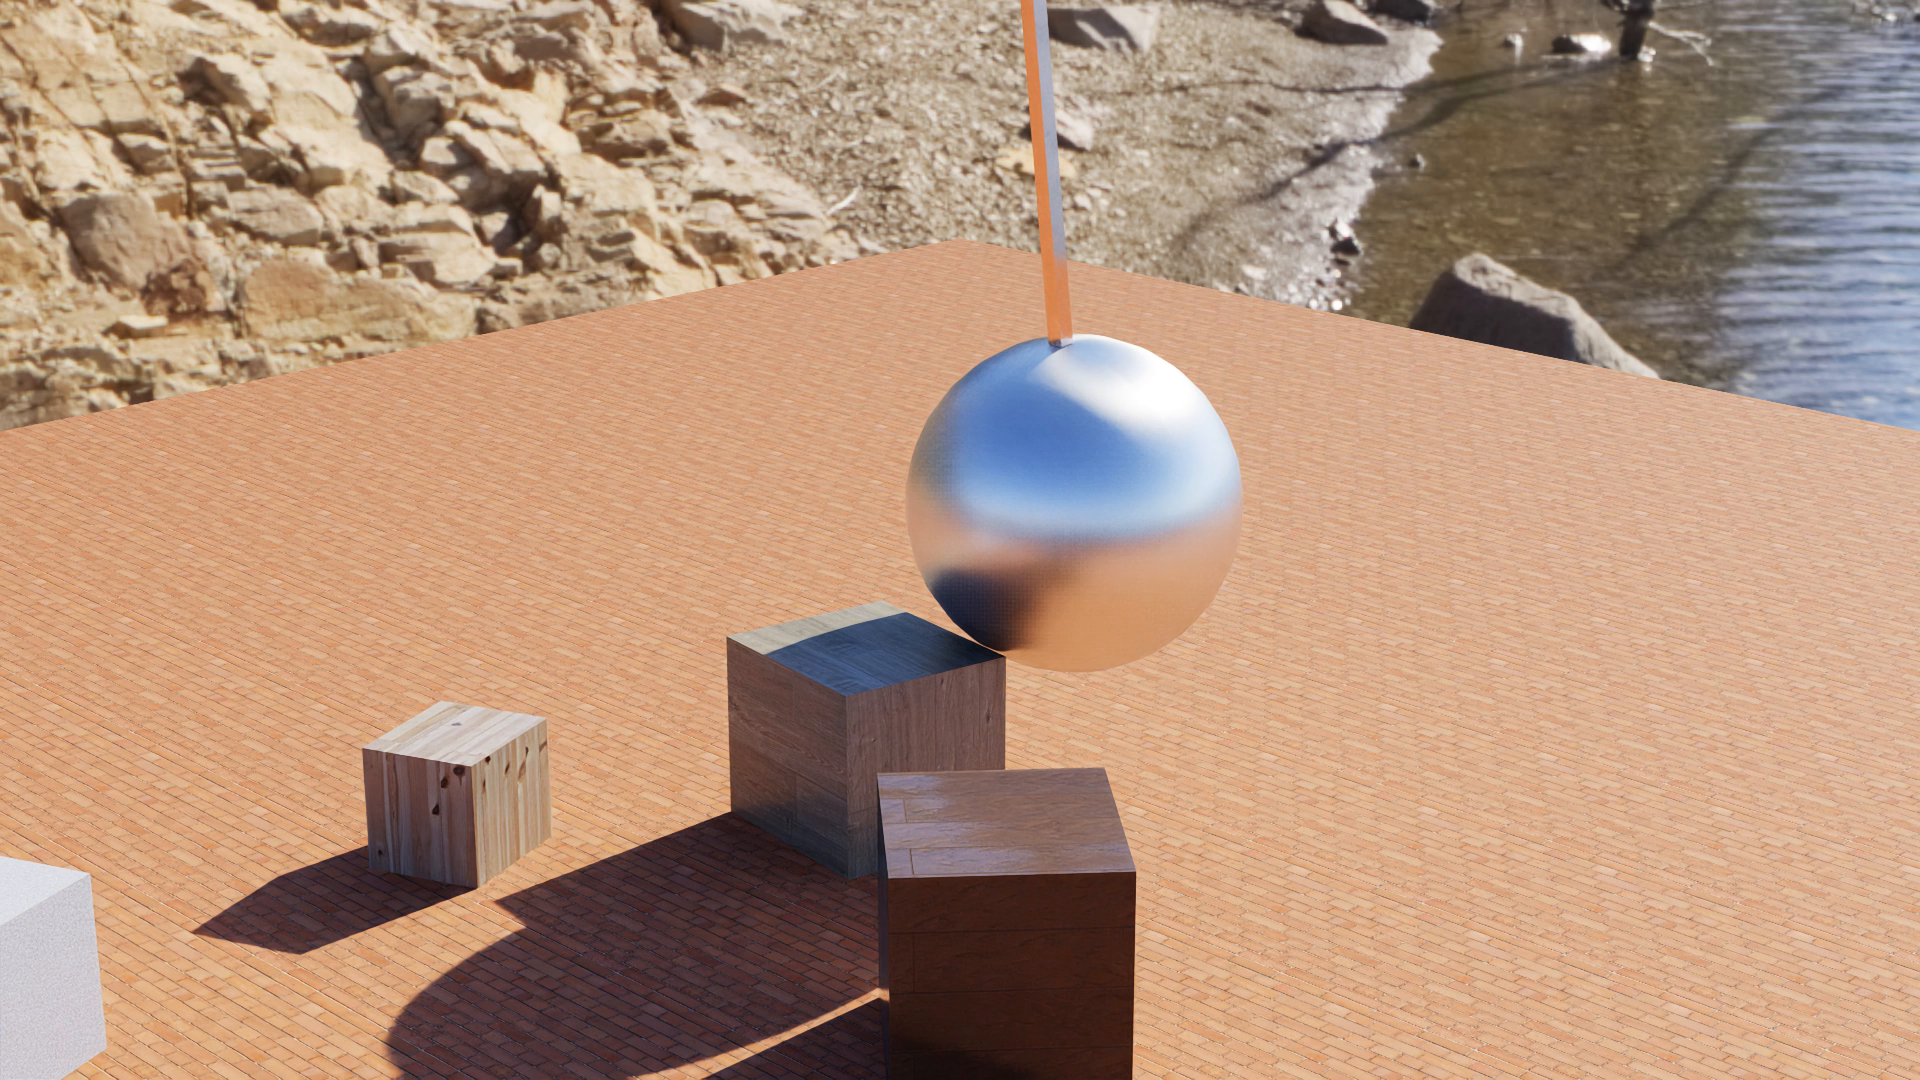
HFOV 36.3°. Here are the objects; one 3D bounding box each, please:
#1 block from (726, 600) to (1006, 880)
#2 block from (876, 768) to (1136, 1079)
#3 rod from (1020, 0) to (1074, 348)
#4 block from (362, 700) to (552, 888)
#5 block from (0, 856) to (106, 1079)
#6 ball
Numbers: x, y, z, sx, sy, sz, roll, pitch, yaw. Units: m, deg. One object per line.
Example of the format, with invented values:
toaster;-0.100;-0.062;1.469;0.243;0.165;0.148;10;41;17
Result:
block;-0.448;0.926;13.905;0.897;0.896;1.012;-12;21;-34
block;0.162;1.579;11.639;0.933;1.009;1.052;-1;17;-4
rod;0.233;-3.298;12.550;0.080;5.200;0.080;17;31;42
block;-2.326;1.173;13.618;0.580;0.596;0.662;7;19;22
block;-3.923;1.757;11.475;0.706;0.767;0.824;7;19;21
ball;0.538;-0.172;13.852;1.600;1.600;1.600;0;17;0
